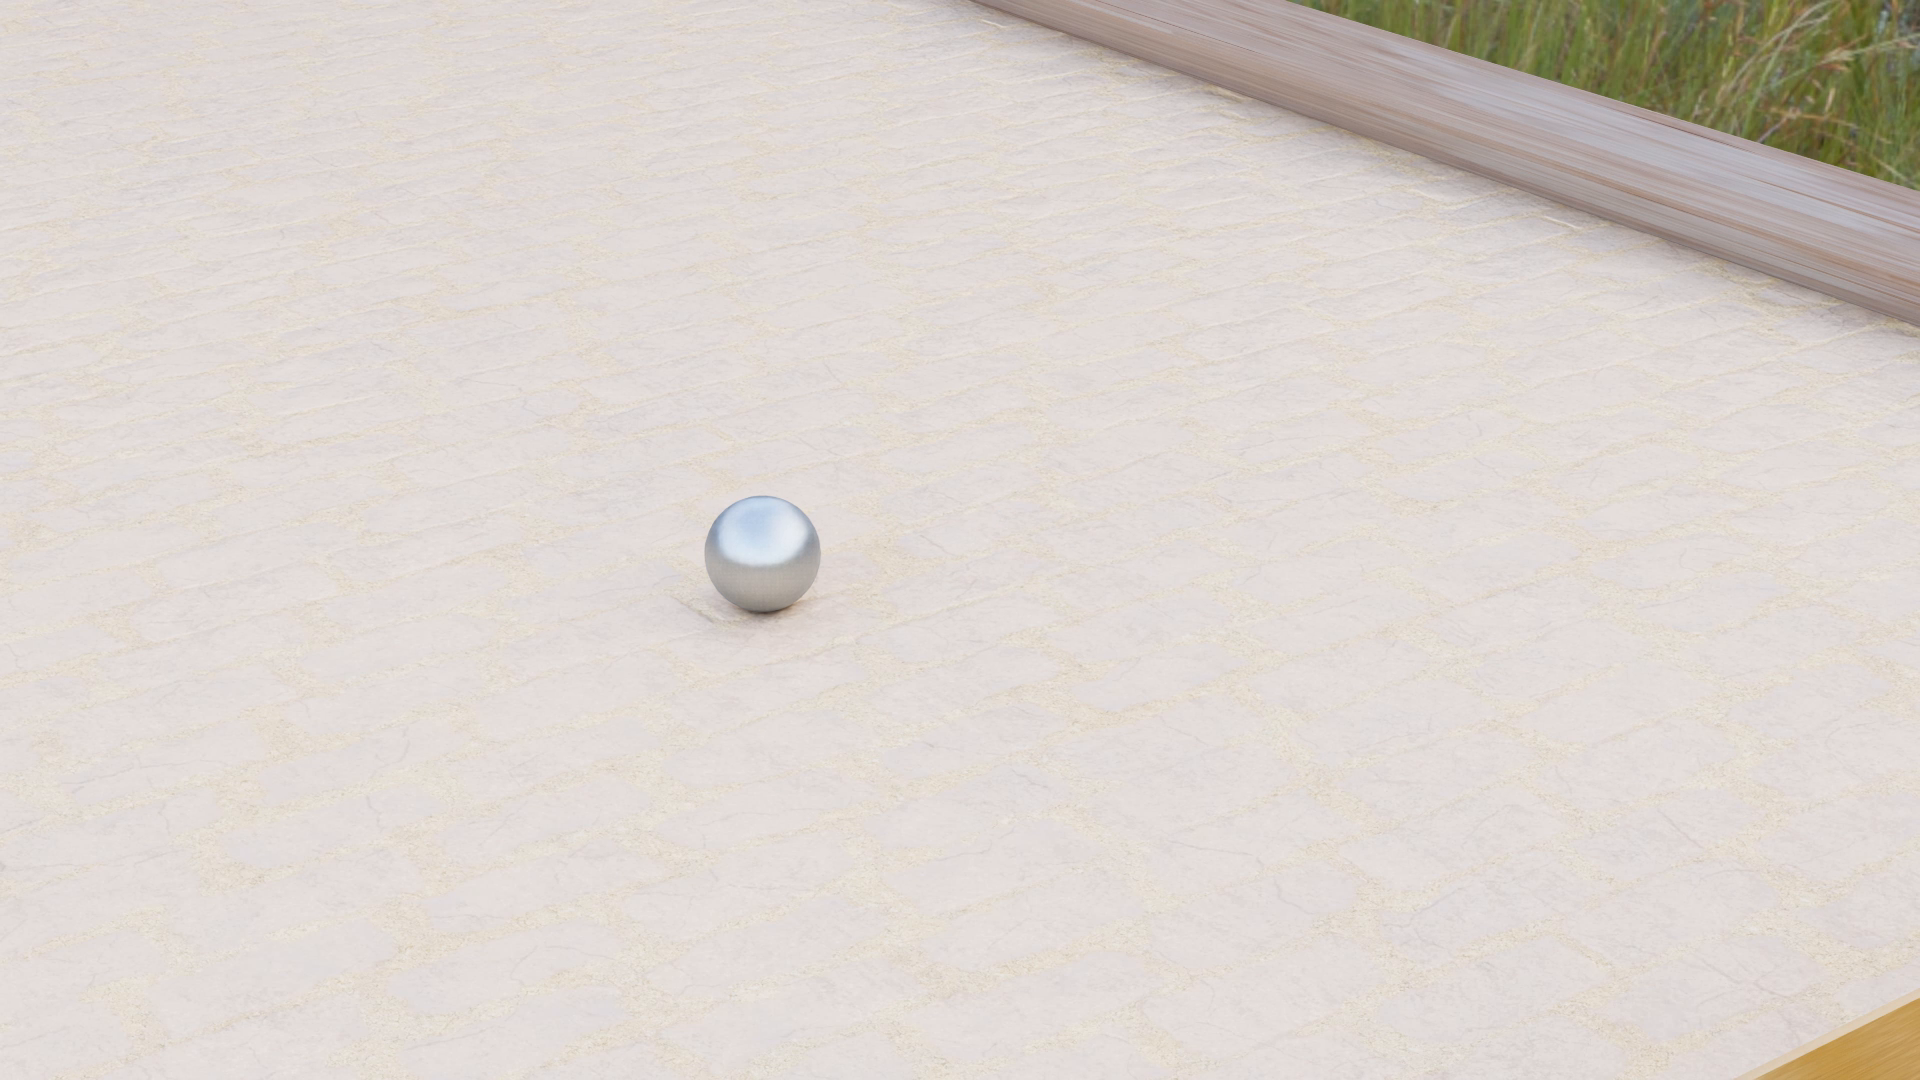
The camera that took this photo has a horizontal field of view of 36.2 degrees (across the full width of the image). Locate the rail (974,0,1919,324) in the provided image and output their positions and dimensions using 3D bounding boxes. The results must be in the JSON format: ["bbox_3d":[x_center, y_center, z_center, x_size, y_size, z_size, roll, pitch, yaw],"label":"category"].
[{"bbox_3d":[0.331,-0.569,3.411,0.045,0.124,3.581,-16,29,-32],"label":"rail"}]

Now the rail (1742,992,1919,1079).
[{"bbox_3d":[0.502,0.269,1.549,2.121,0.124,0.045,-16,29,-32],"label":"rail"}]

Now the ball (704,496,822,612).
[{"bbox_3d":[-0.146,0.010,2.172,0.086,0.086,0.086,0,24,0],"label":"ball"}]
